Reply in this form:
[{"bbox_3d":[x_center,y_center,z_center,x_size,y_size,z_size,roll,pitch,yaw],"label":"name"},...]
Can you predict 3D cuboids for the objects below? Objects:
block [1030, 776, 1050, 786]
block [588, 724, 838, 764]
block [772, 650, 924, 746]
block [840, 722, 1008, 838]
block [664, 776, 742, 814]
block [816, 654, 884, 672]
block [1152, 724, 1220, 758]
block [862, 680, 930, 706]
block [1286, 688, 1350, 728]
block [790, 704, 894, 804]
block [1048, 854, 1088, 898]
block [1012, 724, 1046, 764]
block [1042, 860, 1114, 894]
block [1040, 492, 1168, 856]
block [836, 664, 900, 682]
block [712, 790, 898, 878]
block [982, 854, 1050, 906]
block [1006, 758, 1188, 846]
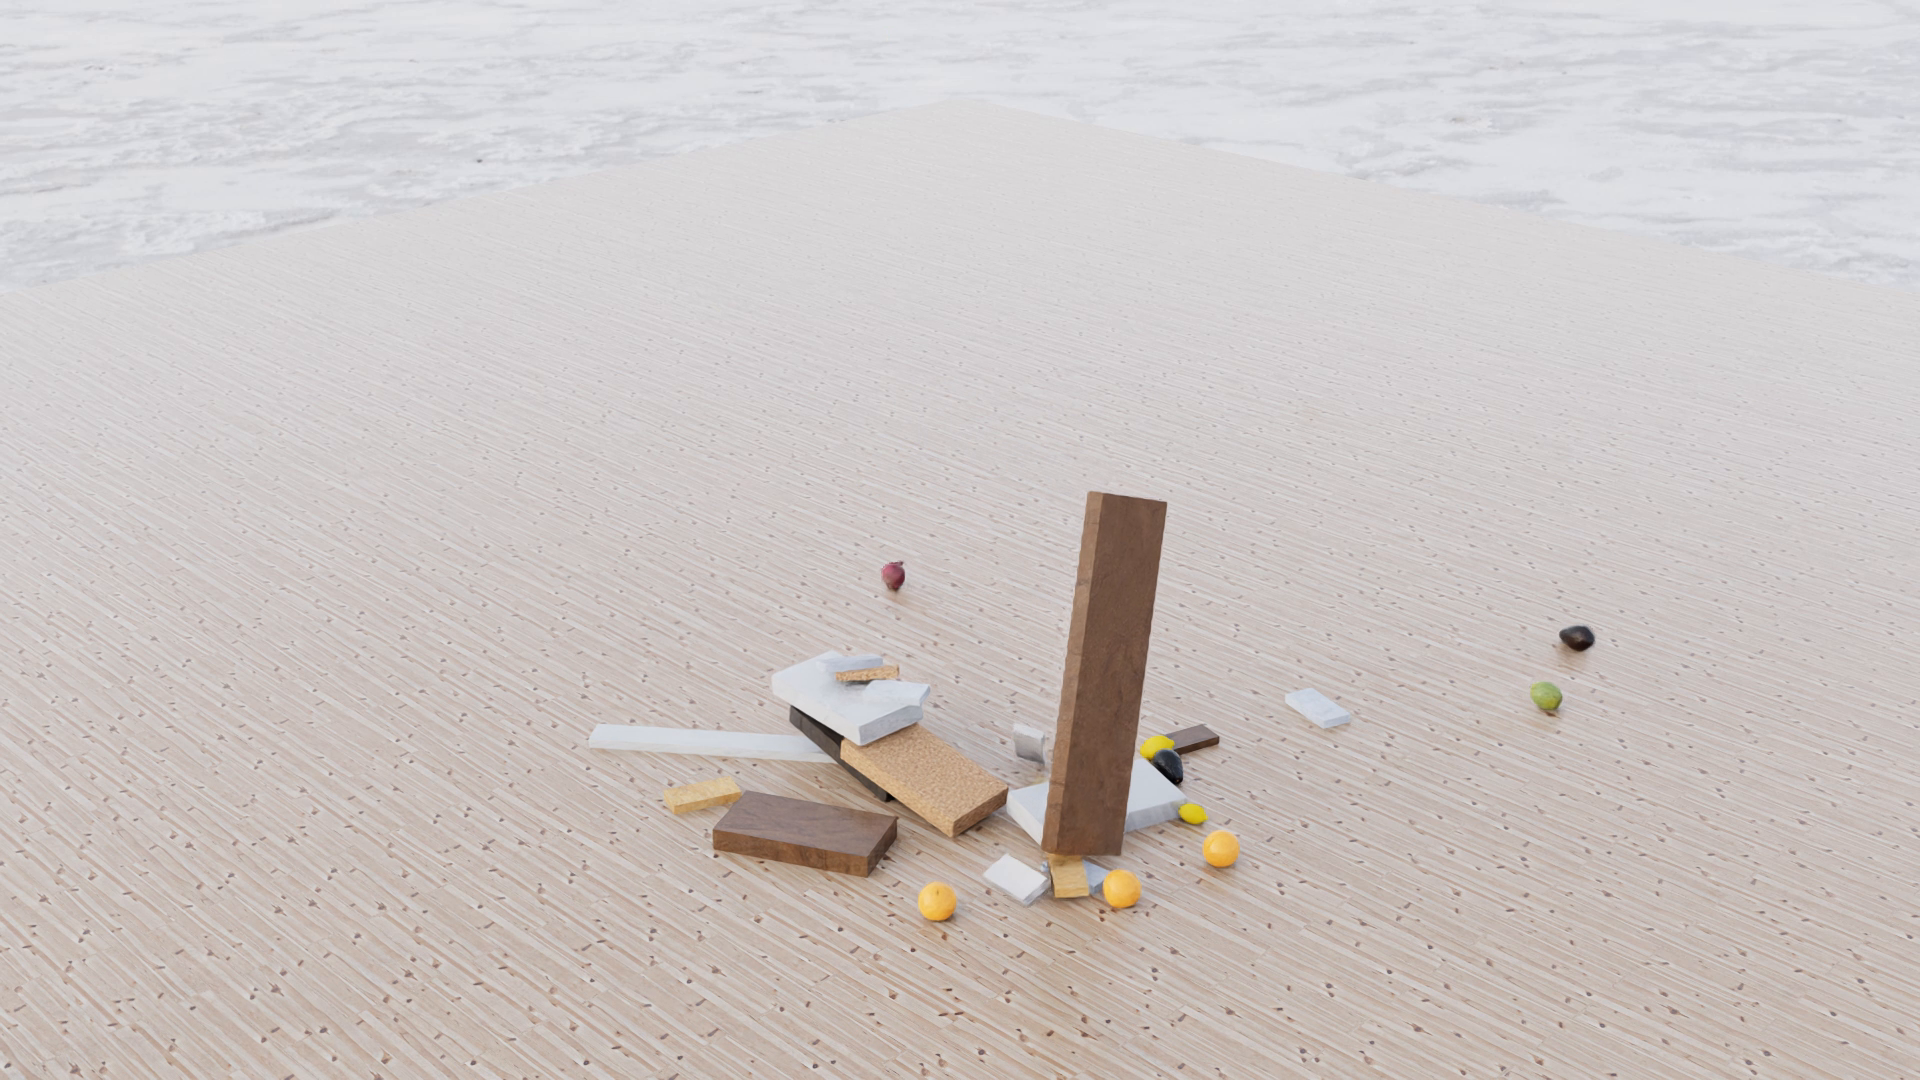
[{"bbox_3d":[0.161,0.526,4.499,0.063,0.018,0.126,13,26,27],"label":"block"},{"bbox_3d":[-0.520,0.435,4.709,0.545,0.020,0.072,3,23,7],"label":"block"},{"bbox_3d":[-0.239,0.329,4.621,0.161,0.046,0.321,-21,29,-32],"label":"block"},{"bbox_3d":[-0.074,0.472,4.479,0.321,0.046,0.161,32,42,32],"label":"block"},{"bbox_3d":[-0.527,0.522,4.503,0.143,0.020,0.072,-10,25,-22],"label":"block"},{"bbox_3d":[-0.232,0.261,4.645,0.129,0.018,0.064,-6,6,-20],"label":"block"},{"bbox_3d":[0.486,0.431,4.721,0.129,0.018,0.064,-13,26,-28],"label":"block"},{"bbox_3d":[-0.131,0.316,4.554,0.126,0.018,0.063,5,26,20],"label":"block"},{"bbox_3d":[0.790,0.371,4.860,0.072,0.020,0.143,-12,26,-25],"label":"block"},{"bbox_3d":[-0.196,0.418,4.620,0.161,0.046,0.321,-23,44,-36],"label":"block"},{"bbox_3d":[0.205,0.638,4.189,0.064,0.018,0.128,-2,23,-4],"label":"block"},{"bbox_3d":[0.146,0.427,4.600,0.063,0.126,0.018,15,62,14],"label":"block"},{"bbox_3d":[0.227,0.639,4.231,0.128,0.018,0.064,19,30,38],"label":"block"},{"bbox_3d":[0.278,0.260,4.233,0.162,0.693,0.046,7,1,-36],"label":"block"},{"bbox_3d":[-0.194,0.279,4.623,0.129,0.018,0.064,-3,6,3],"label":"block"},{"bbox_3d":[-0.305,0.578,4.339,0.325,0.046,0.162,8,24,18],"label":"block"},{"bbox_3d":[0.107,0.645,4.177,0.064,0.018,0.128,-39,35,-22],"label":"block"},{"bbox_3d":[0.276,0.531,4.422,0.325,0.046,0.162,-10,29,-27],"label":"block"}]
